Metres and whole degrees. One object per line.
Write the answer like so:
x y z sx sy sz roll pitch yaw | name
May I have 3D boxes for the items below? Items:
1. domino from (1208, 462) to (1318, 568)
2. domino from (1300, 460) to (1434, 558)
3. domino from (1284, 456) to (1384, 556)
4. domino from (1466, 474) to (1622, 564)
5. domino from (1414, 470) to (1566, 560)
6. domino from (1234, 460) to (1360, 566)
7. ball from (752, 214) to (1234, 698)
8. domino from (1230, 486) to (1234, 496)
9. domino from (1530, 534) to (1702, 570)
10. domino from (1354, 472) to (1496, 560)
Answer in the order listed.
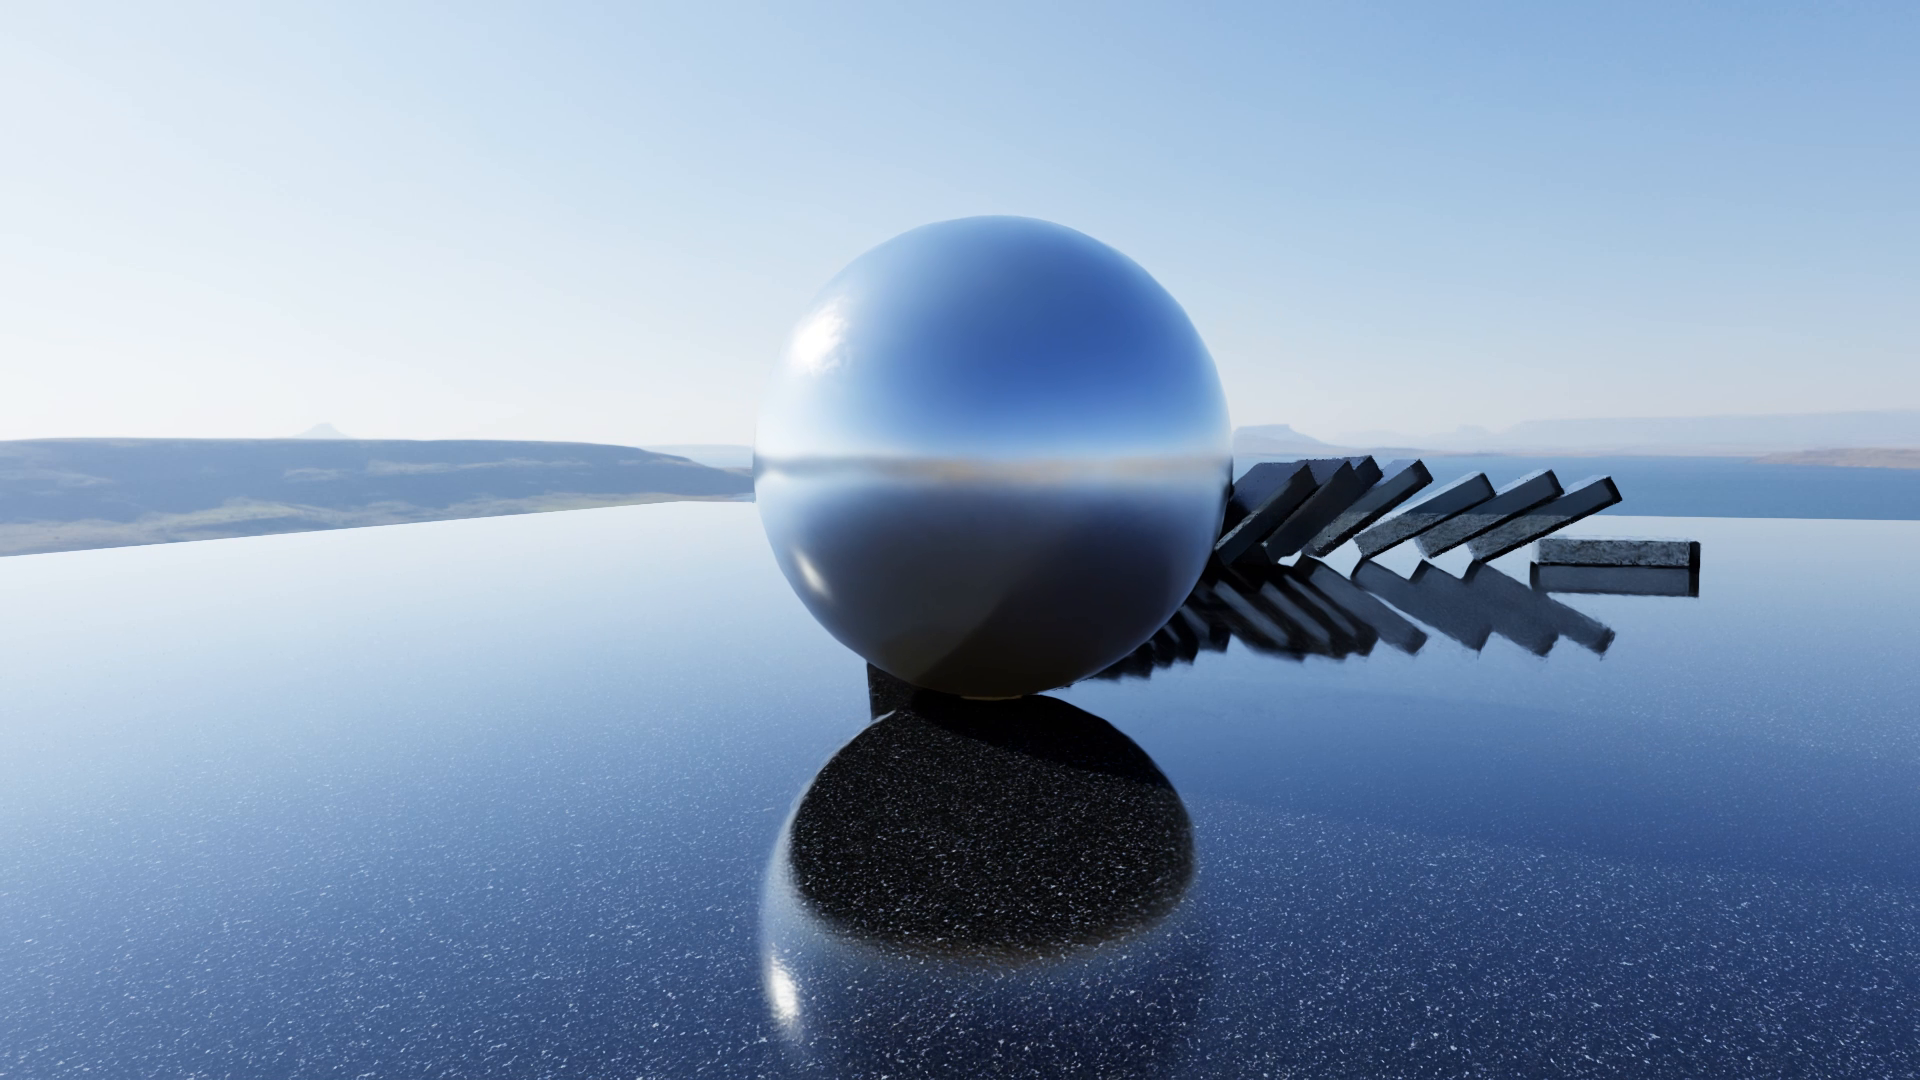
0.101 -0.010 0.457 0.050 0.010 0.025 -39 20 -21 | domino
0.150 -0.012 0.483 0.050 0.010 0.025 -35 3 0 | domino
0.132 -0.013 0.481 0.050 0.010 0.025 -38 12 -16 | domino
0.207 -0.008 0.459 0.050 0.010 0.025 -27 -3 15 | domino
0.190 -0.009 0.465 0.050 0.010 0.025 -29 -3 13 | domino
0.118 -0.011 0.463 0.050 0.009 0.025 -40 21 -21 | domino
0.005 -0.014 0.217 0.080 0.080 0.080 0 4 0 | ball
0.074 -0.008 0.454 0.025 0.009 0.050 4 36 41 | domino
0.230 0.004 0.452 0.050 0.009 0.025 1 4 18 | domino
0.170 -0.009 0.472 0.050 0.010 0.025 -29 -3 15 | domino
